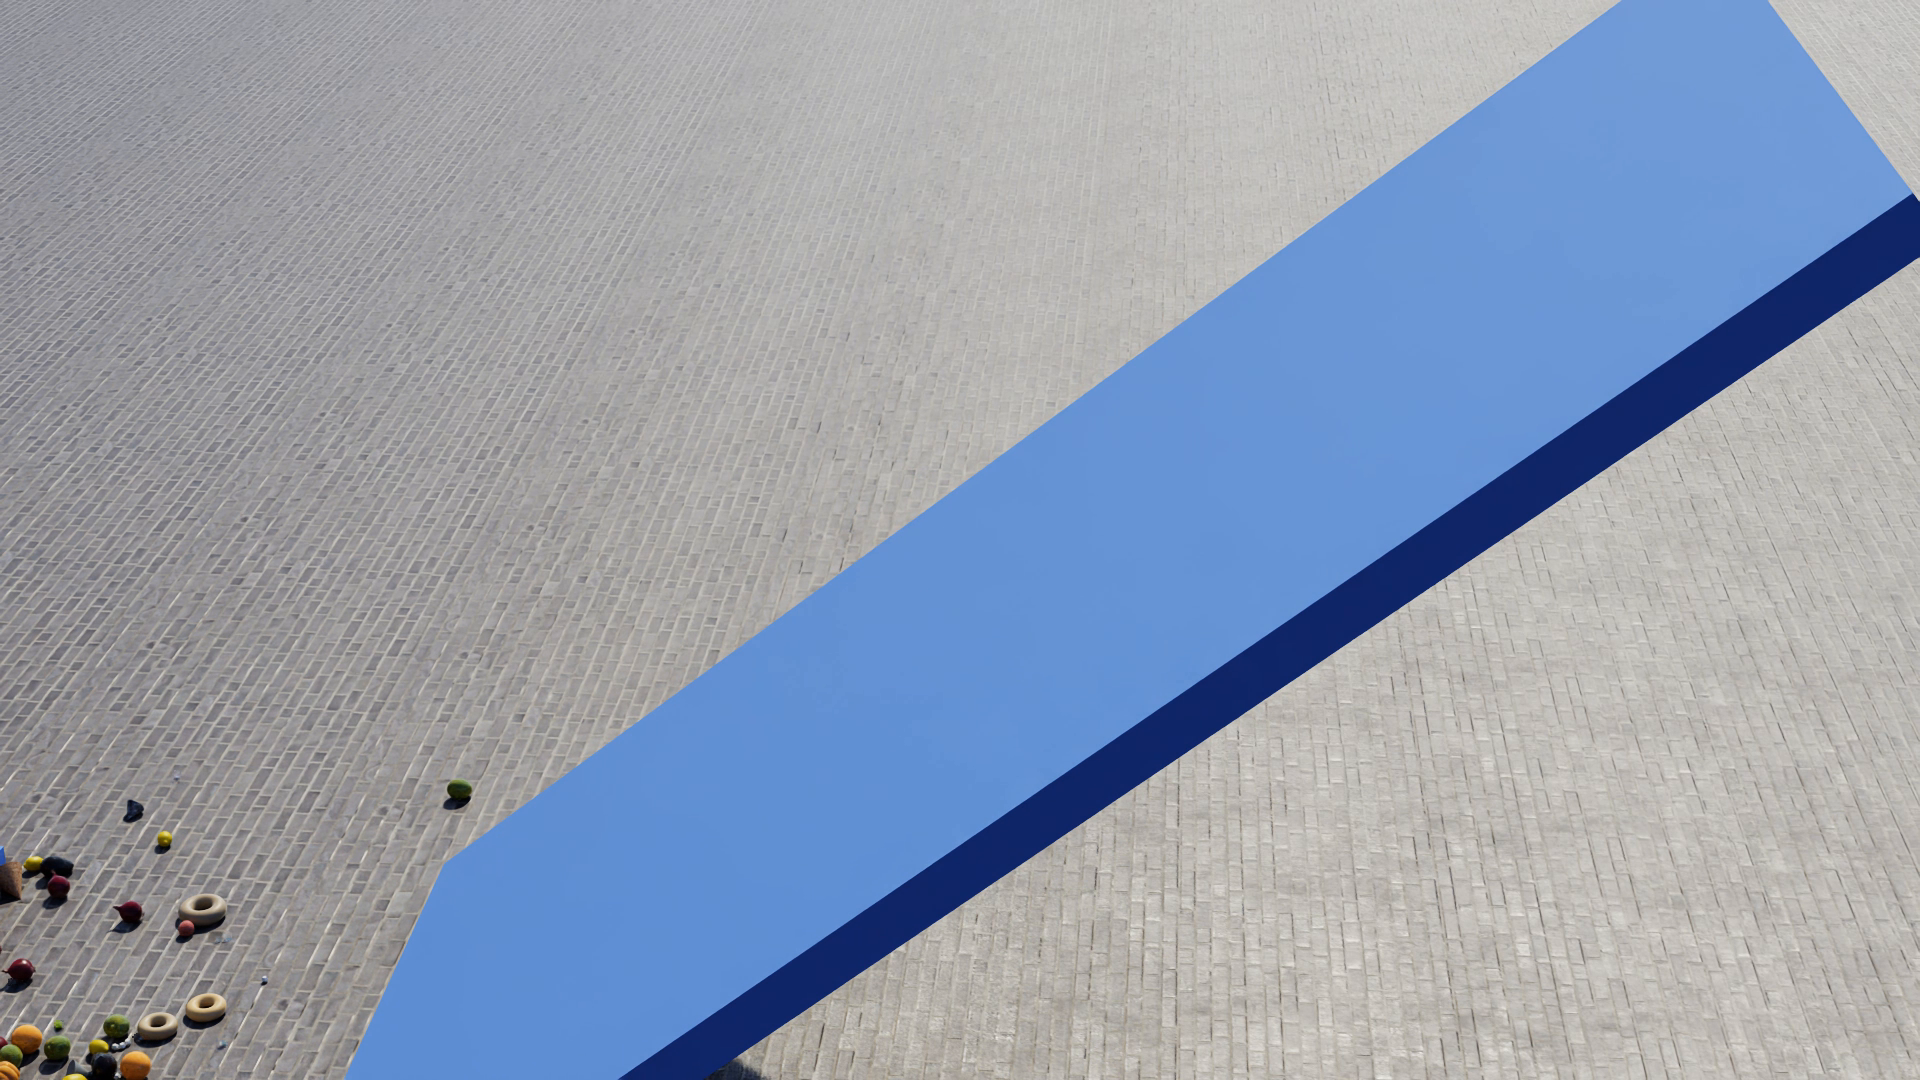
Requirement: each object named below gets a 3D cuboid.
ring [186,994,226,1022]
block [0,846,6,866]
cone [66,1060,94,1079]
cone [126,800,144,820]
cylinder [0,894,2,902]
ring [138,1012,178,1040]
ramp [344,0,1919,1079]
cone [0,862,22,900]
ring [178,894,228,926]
[{"bbox_3d":[-1.878,1.165,7.325,0.101,0.034,0.101,-1,25,0],"label":"ring"},{"bbox_3d":[-2.626,0.872,7.951,0.066,0.066,0.066,2,24,4],"label":"block"},{"bbox_3d":[-2.109,1.283,7.067,0.059,0.059,0.059,18,13,-31],"label":"cone"},{"bbox_3d":[-2.323,0.765,8.244,0.053,0.053,0.053,9,52,19],"label":"cone"},{"bbox_3d":[-2.588,0.929,7.811,0.074,0.074,0.074,0,24,0],"label":"cylinder"},{"bbox_3d":[-1.977,1.199,7.249,0.099,0.033,0.099,1,25,0],"label":"ring"},{"bbox_3d":[0.120,0.185,6.341,4.000,0.100,2.000,-36,16,18],"label":"ramp"},{"bbox_3d":[-2.529,0.926,7.856,0.095,0.095,0.095,-19,57,-37],"label":"cone"},{"bbox_3d":[-1.995,0.975,7.747,0.126,0.042,0.126,-1,25,0],"label":"ring"}]
